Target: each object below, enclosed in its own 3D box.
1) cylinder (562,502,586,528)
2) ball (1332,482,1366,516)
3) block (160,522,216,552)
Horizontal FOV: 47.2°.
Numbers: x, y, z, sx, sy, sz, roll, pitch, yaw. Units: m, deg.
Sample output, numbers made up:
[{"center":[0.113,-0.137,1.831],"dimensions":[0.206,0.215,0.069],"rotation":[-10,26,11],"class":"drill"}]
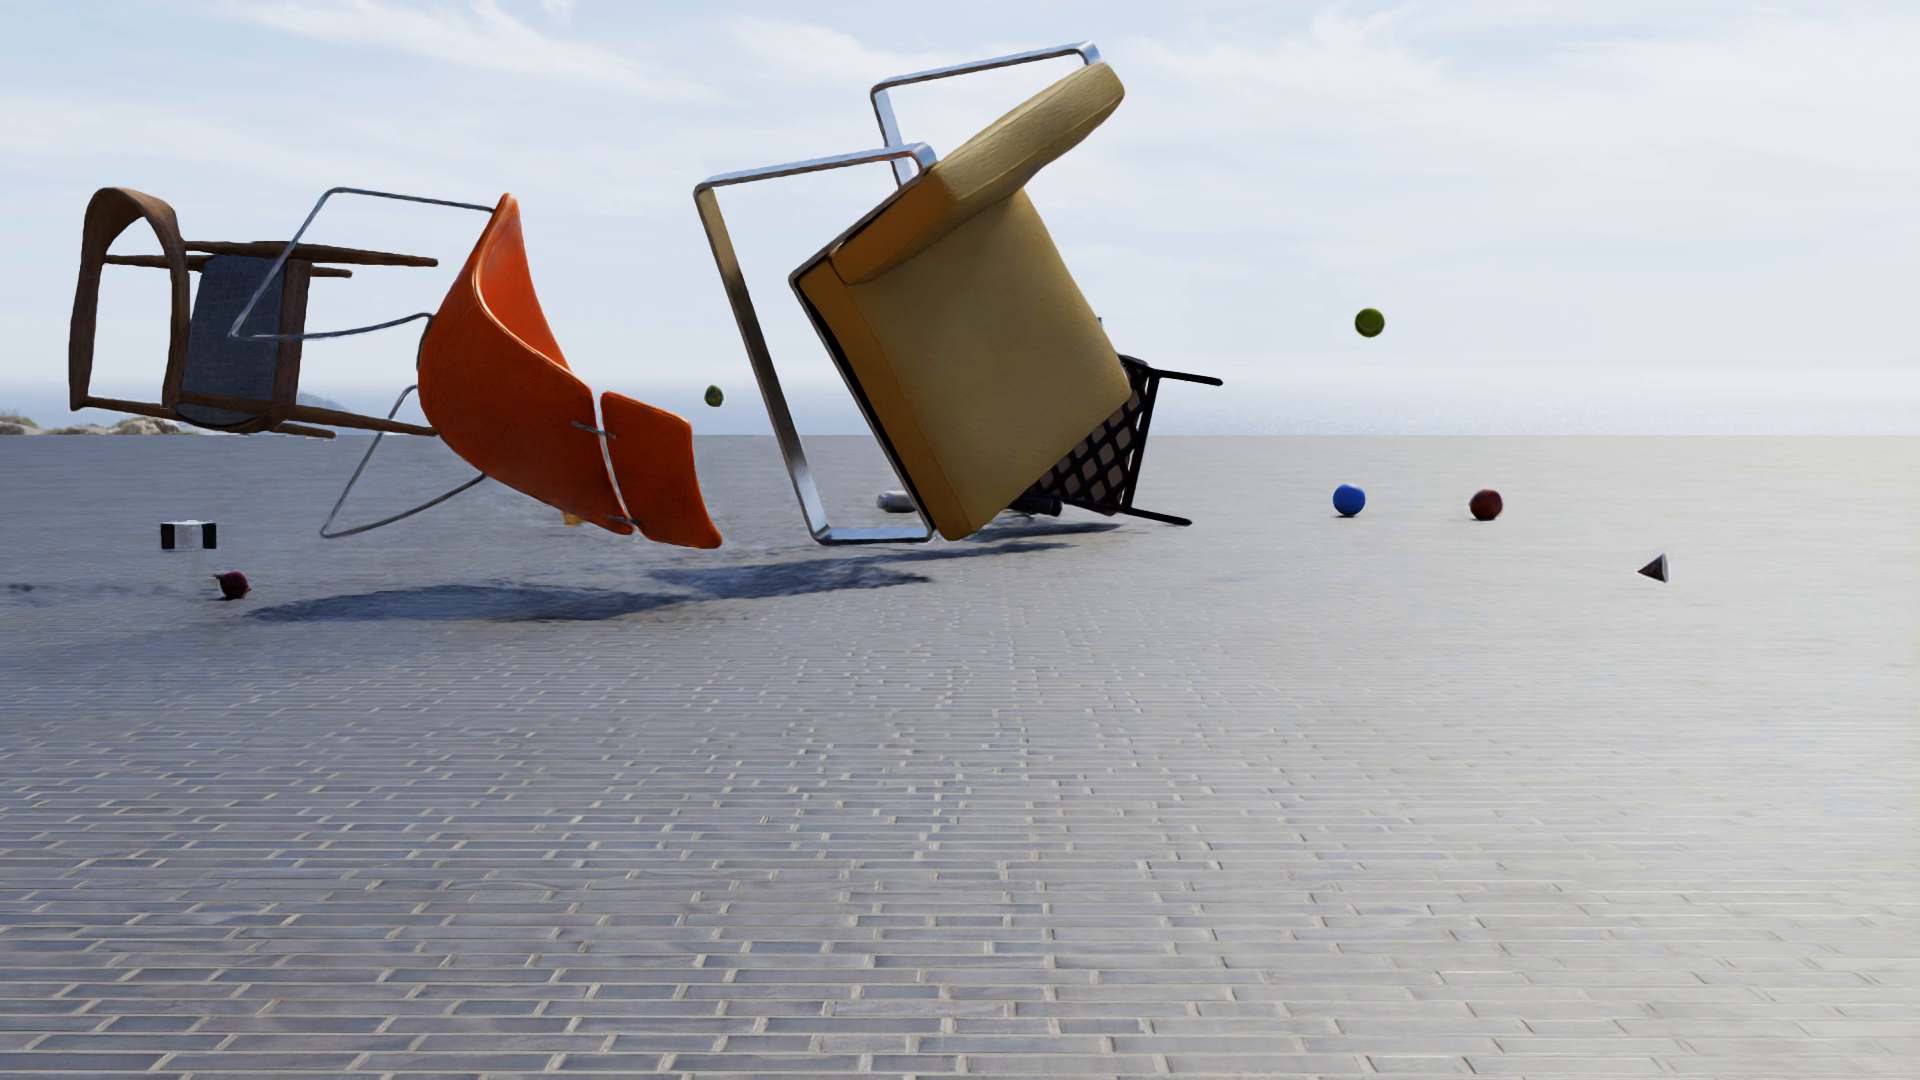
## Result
[{"center":[-1.196,-0.078,6.800],"dimensions":[0.060,0.050,0.074],"rotation":[-2,-24,-42],"class":"cylinder"},{"center":[1.380,-0.144,7.800],"dimensions":[0.116,0.116,0.116],"rotation":[0,4,0],"class":"ball"},{"center":[-2.162,-0.011,6.164],"dimensions":[0.109,0.074,0.099],"rotation":[2,5,30],"class":"block"}]
